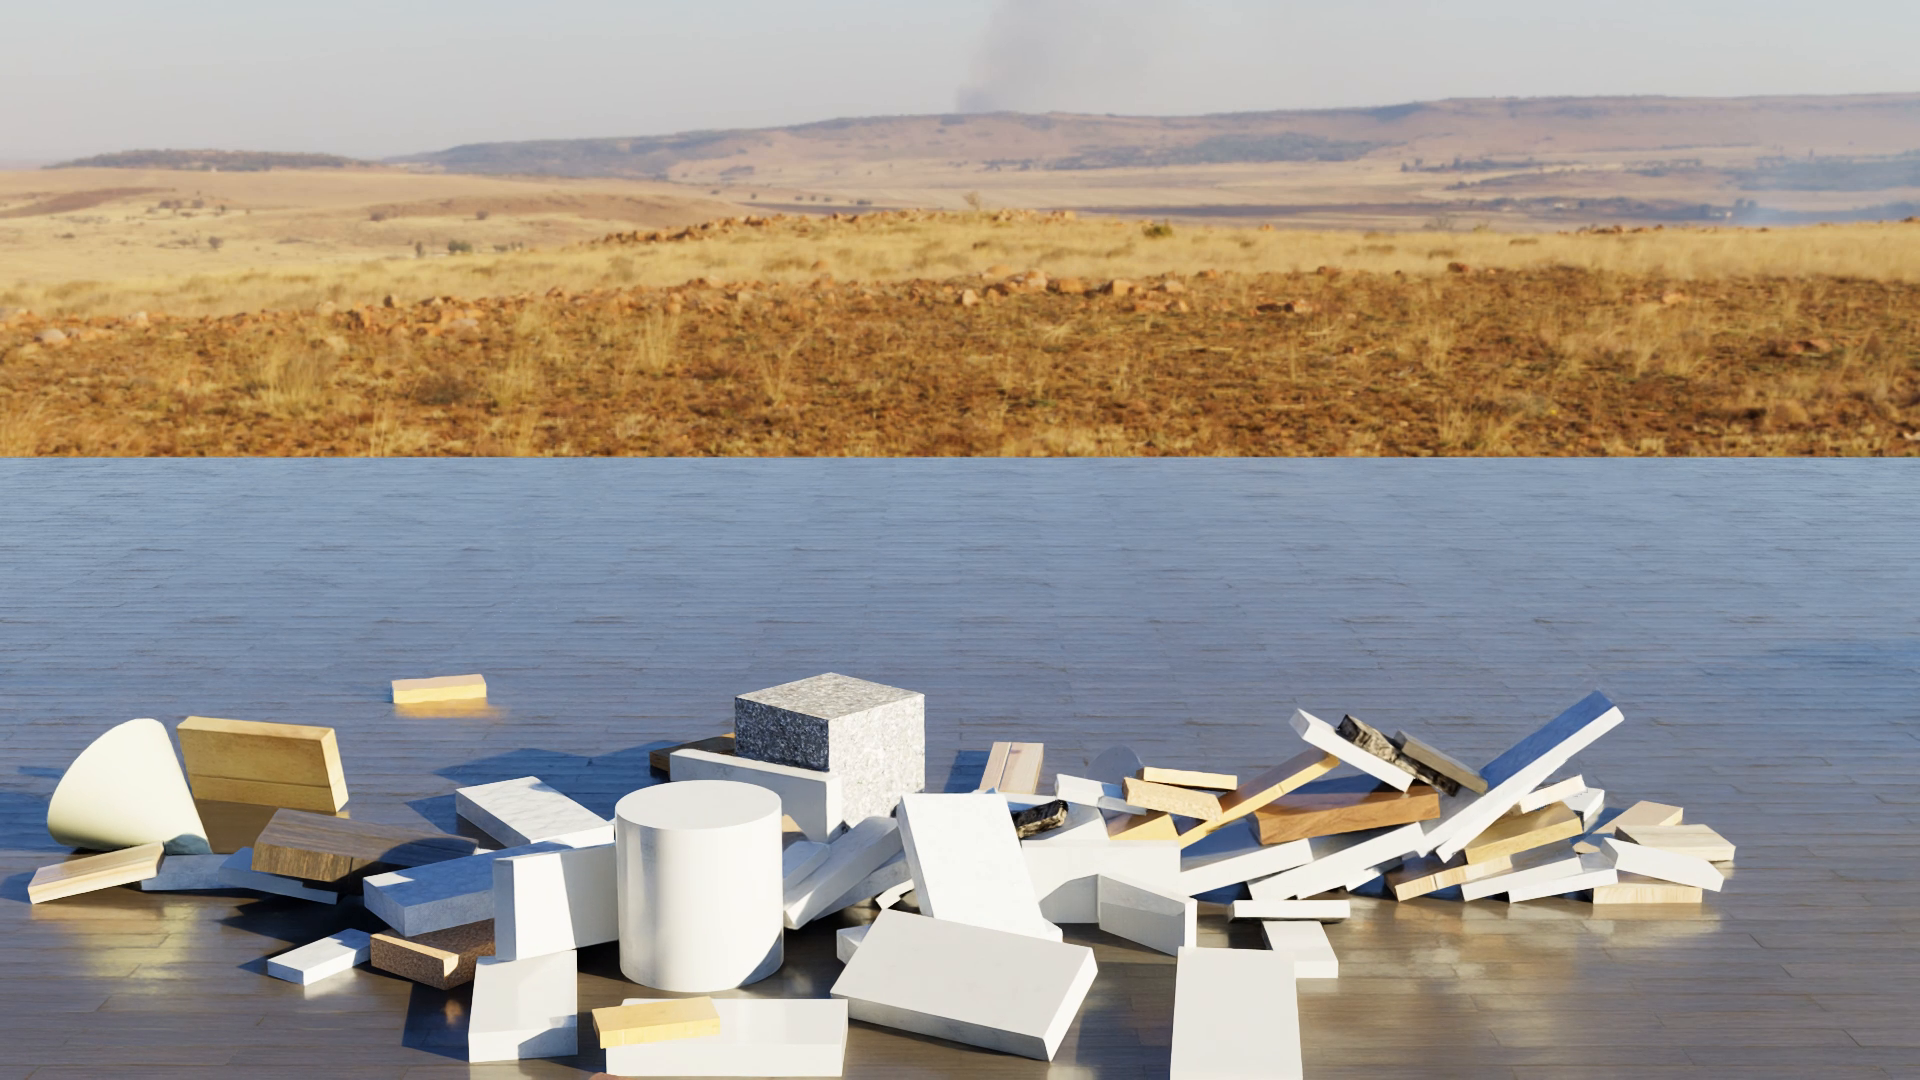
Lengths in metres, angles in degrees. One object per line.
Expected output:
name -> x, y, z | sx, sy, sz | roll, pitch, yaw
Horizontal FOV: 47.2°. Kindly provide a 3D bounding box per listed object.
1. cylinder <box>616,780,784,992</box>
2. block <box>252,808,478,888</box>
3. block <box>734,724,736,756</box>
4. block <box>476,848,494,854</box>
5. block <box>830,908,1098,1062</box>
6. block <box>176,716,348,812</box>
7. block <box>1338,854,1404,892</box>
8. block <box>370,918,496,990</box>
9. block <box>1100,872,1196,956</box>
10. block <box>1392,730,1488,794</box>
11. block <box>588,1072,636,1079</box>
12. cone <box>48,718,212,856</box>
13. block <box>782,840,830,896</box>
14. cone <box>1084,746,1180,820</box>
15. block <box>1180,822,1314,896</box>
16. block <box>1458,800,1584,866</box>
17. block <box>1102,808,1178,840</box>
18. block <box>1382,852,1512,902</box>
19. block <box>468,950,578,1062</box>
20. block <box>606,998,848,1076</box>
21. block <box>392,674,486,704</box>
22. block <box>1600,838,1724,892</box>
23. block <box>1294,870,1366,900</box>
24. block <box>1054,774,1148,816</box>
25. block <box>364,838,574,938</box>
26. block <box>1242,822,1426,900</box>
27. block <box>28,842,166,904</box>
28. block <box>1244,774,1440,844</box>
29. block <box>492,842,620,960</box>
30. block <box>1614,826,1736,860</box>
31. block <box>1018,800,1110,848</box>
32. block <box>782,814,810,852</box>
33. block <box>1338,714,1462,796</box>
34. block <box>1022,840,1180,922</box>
cylinder -> -0.395, 0.522, 3.349 | 0.250, 0.250, 0.250 | 0, 11, 0
block -> -0.980, 0.520, 3.640 | 0.336, 0.048, 0.168 | 10, 11, -6
block -> -0.302, 0.404, 4.246 | 0.044, 0.155, 0.310 | 10, 14, 43
block -> -0.844, 0.553, 3.832 | 0.097, 0.014, 0.049 | 4, 11, 19
block -> 0.005, 0.629, 3.129 | 0.340, 0.048, 0.170 | 6, 39, 28
block -> -1.313, 0.421, 4.139 | 0.309, 0.154, 0.044 | 3, 25, 16
block -> 0.681, 0.555, 3.710 | 0.120, 0.017, 0.060 | -21, 12, -24
block -> -0.730, 0.610, 3.433 | 0.168, 0.048, 0.336 | 8, 13, 36
block -> 0.293, 0.586, 3.442 | 0.026, 0.090, 0.180 | -10, 14, -42
block -> 0.793, 0.367, 3.635 | 0.154, 0.022, 0.077 | 28, 7, -4
block -> -0.461, 0.745, 2.719 | 0.146, 0.041, 0.292 | 4, 11, 22
cone -> -1.398, 0.495, 3.855 | 0.265, 0.265, 0.265 | 32, 21, 16
block -> -0.289, 0.540, 3.536 | 0.156, 0.022, 0.078 | -37, 22, -34
cone -> 0.340, 0.496, 3.929 | 0.202, 0.202, 0.202 | 25, 0, -25
block -> 0.426, 0.530, 3.658 | 0.296, 0.042, 0.148 | -16, 11, 1
block -> 0.924, 0.487, 3.657 | 0.194, 0.028, 0.097 | -17, 10, 1
block -> 0.201, 0.510, 3.656 | 0.316, 0.045, 0.158 | -22, 10, 4
block -> 0.811, 0.547, 3.675 | 0.194, 0.028, 0.097 | -17, 10, 0
block -> -0.623, 0.665, 3.153 | 0.146, 0.041, 0.292 | -2, 11, -10
block -> -0.317, 0.685, 3.034 | 0.316, 0.045, 0.158 | 0, 11, 0
block -> -1.176, 0.335, 4.962 | 0.200, 0.028, 0.100 | -3, 11, -17
block -> 1.167, 0.540, 3.662 | 0.179, 0.025, 0.090 | 13, 10, -2
block -> 0.610, 0.565, 3.671 | 0.120, 0.017, 0.060 | -16, 11, -6
block -> 0.233, 0.421, 3.633 | 0.149, 0.021, 0.074 | 11, 11, -2
block -> -0.755, 0.549, 3.497 | 0.336, 0.048, 0.168 | -8, 13, -35
block -> 0.613, 0.518, 3.660 | 0.296, 0.042, 0.148 | -21, 11, 1
block -> -1.444, 0.556, 3.684 | 0.202, 0.029, 0.101 | -12, 13, -11
block -> 0.629, 0.440, 3.650 | 0.296, 0.042, 0.148 | -8, 11, -2
block -> -0.594, 0.546, 3.351 | 0.041, 0.146, 0.292 | -5, -4, 30
block -> 1.250, 0.530, 3.849 | 0.182, 0.026, 0.091 | 2, 16, -17
block -> 0.087, 0.513, 3.631 | 0.316, 0.045, 0.158 | -22, 11, 3
block -> -0.369, 0.539, 3.623 | 0.252, 0.036, 0.126 | -18, 33, -24
block -> 0.731, 0.358, 3.657 | 0.198, 0.028, 0.099 | 28, 7, -9
block -> 0.225, 0.550, 3.540 | 0.253, 0.126, 0.036 | 0, 11, 0
